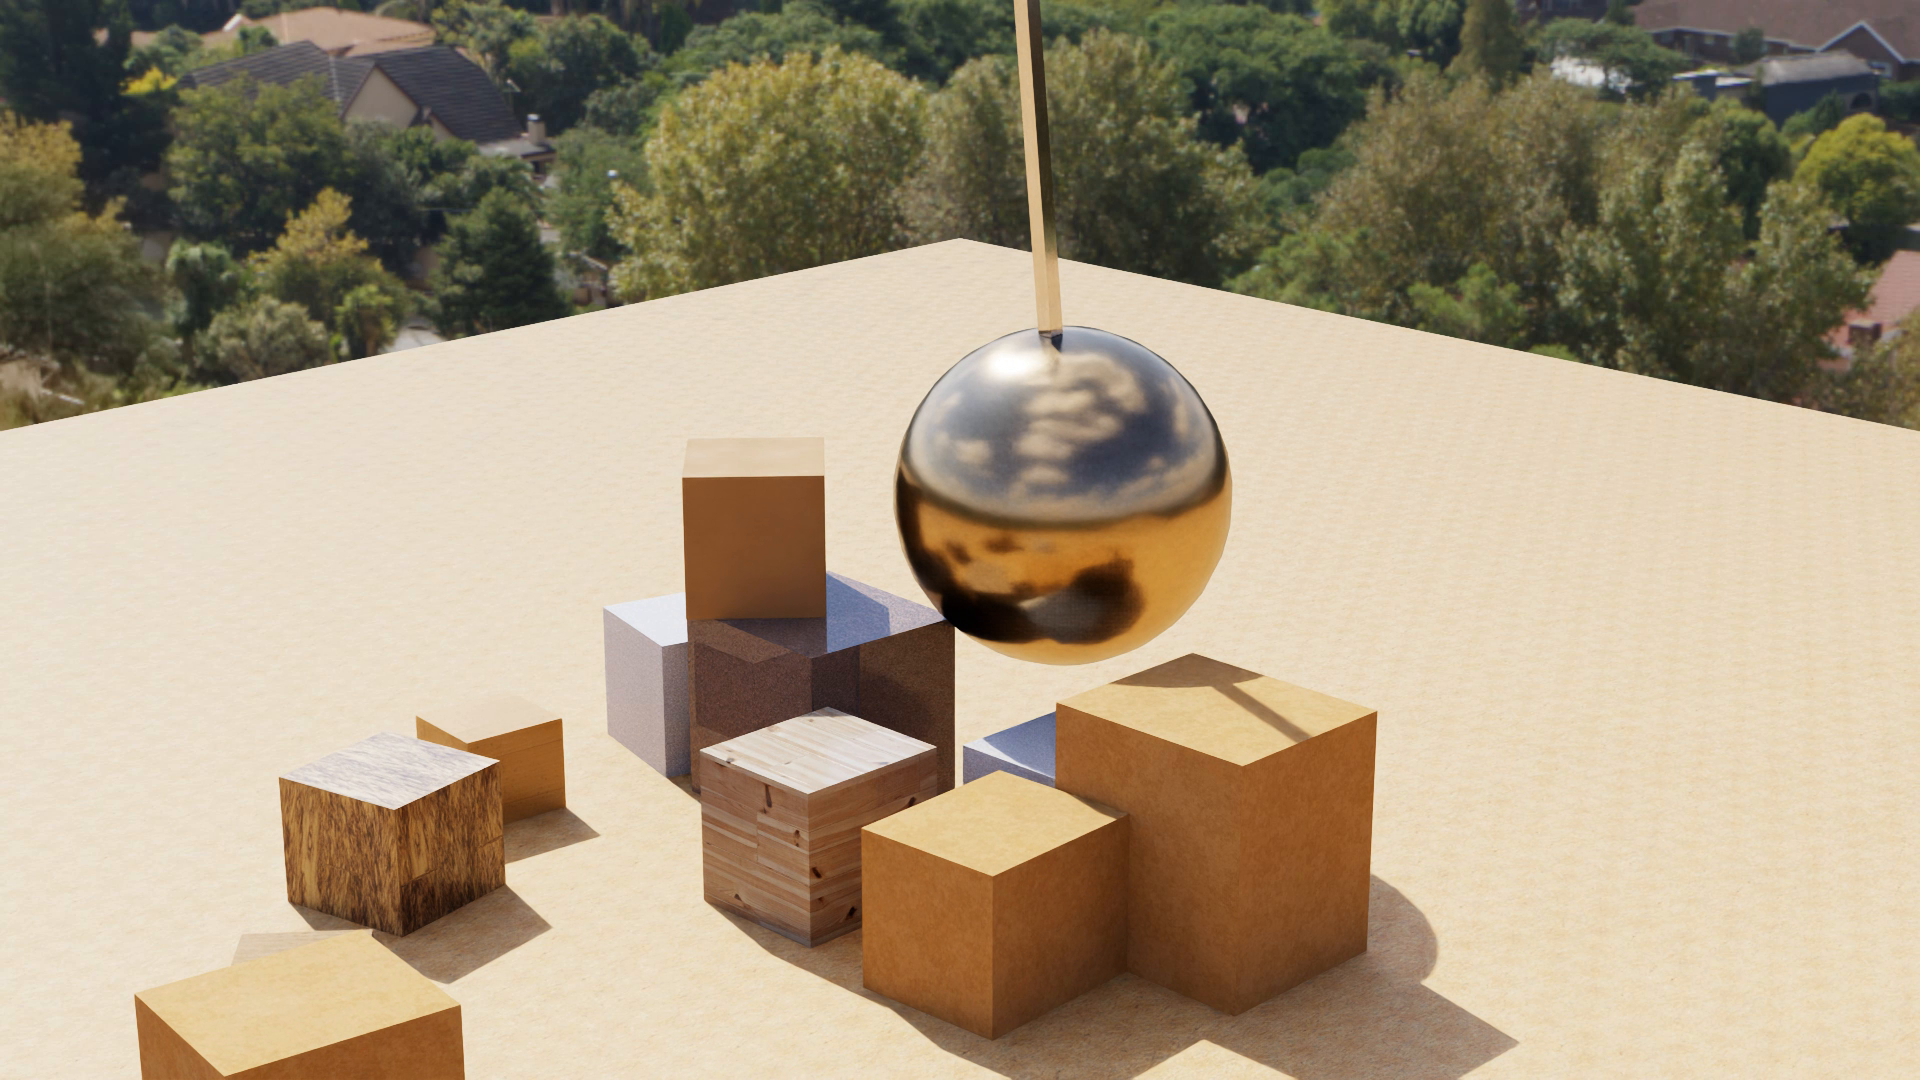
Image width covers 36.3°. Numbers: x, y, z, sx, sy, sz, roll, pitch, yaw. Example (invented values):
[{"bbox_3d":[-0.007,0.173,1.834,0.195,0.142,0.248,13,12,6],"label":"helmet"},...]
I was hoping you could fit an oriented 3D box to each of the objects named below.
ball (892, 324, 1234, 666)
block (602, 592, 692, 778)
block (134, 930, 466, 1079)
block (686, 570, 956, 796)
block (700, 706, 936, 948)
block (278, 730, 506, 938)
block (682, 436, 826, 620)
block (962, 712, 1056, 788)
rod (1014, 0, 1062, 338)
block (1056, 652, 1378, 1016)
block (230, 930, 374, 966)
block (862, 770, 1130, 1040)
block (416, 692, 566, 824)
[{"bbox_3d":[0.482,-0.209,13.781,1.600,1.600,1.600,0,17,0],"label":"ball"},{"bbox_3d":[-1.292,0.700,14.961,0.813,0.694,0.706,-10,20,-29],"label":"block"},{"bbox_3d":[-2.346,2.025,10.499,0.885,0.842,0.781,-13,21,-35],"label":"block"},{"bbox_3d":[-0.671,0.800,14.216,0.882,0.949,0.958,-15,23,-39],"label":"block"},{"bbox_3d":[-0.628,1.269,13.099,0.770,0.724,0.715,-17,24,-42],"label":"block"},{"bbox_3d":[-2.544,1.308,13.176,0.695,0.603,0.678,11,21,31],"label":"block"},{"bbox_3d":[-0.988,-0.065,14.210,0.669,0.705,0.683,-1,17,-3],"label":"block"},{"bbox_3d":[0.486,1.248,13.223,0.661,0.689,0.678,-17,24,-42],"label":"block"},{"bbox_3d":[0.209,-3.349,12.508,0.080,5.200,0.080,17,30,42],"label":"rod"},{"bbox_3d":[1.084,1.233,12.569,0.886,1.110,1.026,-17,24,-42],"label":"block"},{"bbox_3d":[-2.554,1.902,11.377,0.511,0.549,0.622,-1,18,-4],"label":"block"},{"bbox_3d":[0.151,1.515,12.313,0.727,0.726,0.864,15,23,40],"label":"block"},{"bbox_3d":[-2.266,1.069,14.174,0.525,0.461,0.482,-14,22,-38],"label":"block"}]
